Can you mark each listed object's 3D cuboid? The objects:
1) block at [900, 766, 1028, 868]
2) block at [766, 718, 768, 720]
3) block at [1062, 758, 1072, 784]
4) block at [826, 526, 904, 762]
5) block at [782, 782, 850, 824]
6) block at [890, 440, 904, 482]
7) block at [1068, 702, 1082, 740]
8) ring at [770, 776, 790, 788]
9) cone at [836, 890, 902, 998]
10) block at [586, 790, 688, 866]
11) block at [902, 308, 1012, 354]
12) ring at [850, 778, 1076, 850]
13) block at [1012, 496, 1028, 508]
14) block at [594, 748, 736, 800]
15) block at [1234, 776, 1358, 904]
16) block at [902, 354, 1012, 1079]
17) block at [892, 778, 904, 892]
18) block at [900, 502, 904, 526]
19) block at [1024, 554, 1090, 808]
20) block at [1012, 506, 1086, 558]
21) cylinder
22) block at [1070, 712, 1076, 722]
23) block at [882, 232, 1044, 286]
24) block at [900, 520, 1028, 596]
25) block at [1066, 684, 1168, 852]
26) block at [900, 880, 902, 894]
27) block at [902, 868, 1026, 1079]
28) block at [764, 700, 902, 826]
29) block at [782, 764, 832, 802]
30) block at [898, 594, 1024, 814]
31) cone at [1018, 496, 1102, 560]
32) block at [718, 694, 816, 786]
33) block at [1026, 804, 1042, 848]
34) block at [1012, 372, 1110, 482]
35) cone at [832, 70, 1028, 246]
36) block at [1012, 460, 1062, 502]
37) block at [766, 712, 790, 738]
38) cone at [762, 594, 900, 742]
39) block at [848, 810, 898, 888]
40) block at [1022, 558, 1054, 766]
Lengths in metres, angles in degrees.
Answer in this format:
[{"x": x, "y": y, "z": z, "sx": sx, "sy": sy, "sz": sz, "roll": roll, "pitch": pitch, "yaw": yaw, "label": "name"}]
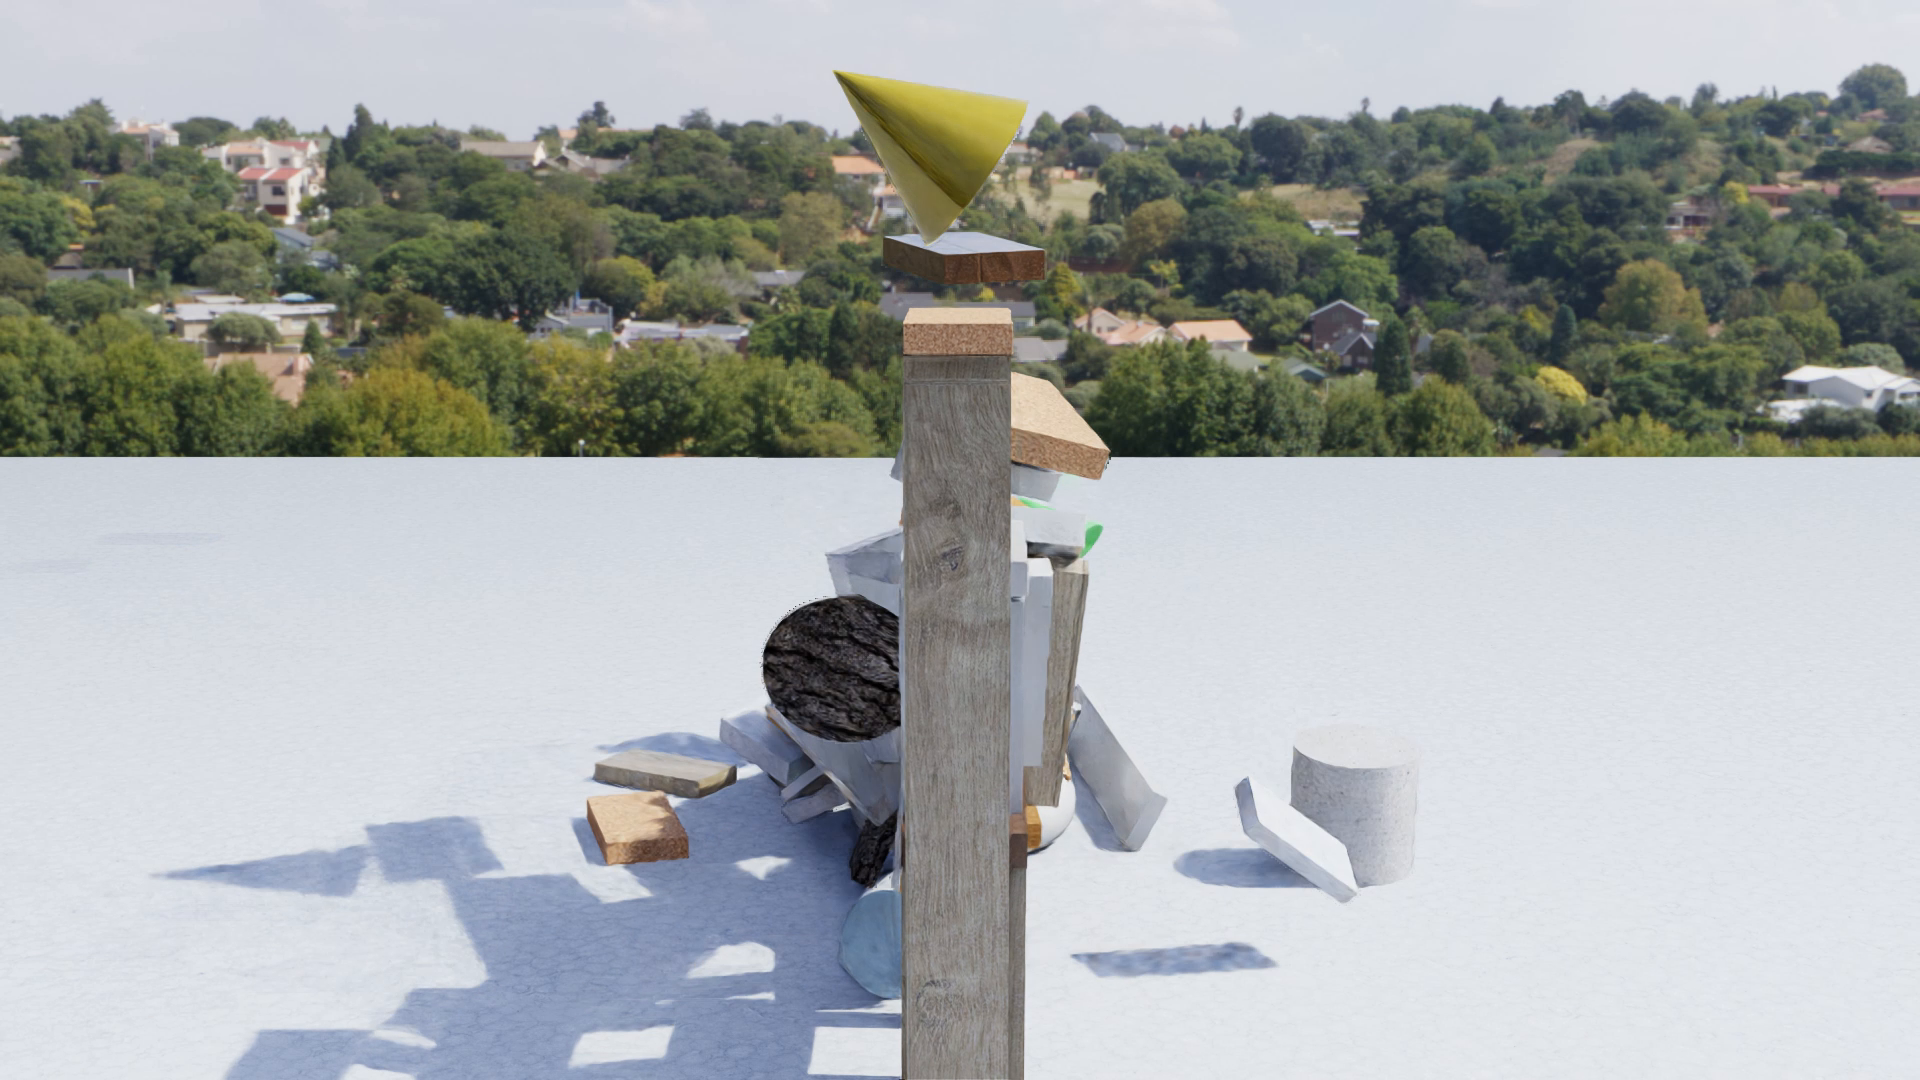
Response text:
[{"x": 0.007, "y": 0.367, "z": 2.968, "sx": 0.162, "sy": 0.046, "sz": 0.324, "roll": 0, "pitch": 10, "yaw": 1, "label": "block"}, {"x": -0.282, "y": 0.294, "z": 3.907, "sx": 0.081, "sy": 0.023, "sz": 0.162, "roll": 10, "pitch": -21, "yaw": -19, "label": "block"}, {"x": 0.135, "y": 0.386, "z": 3.934, "sx": 0.135, "sy": 0.019, "sz": 0.067, "roll": 26, "pitch": 24, "yaw": -21, "label": "block"}, {"x": -0.088, "y": 0.158, "z": 3.438, "sx": 0.169, "sy": 0.338, "sz": 0.048, "roll": -20, "pitch": 12, "yaw": -34, "label": "block"}, {"x": -0.214, "y": 0.434, "z": 3.968, "sx": 0.125, "sy": 0.035, "sz": 0.249, "roll": -46, "pitch": 10, "yaw": -36, "label": "block"}, {"x": -0.027, "y": -0.102, "z": 3.373, "sx": 0.149, "sy": 0.075, "sz": 0.021, "roll": 25, "pitch": 18, "yaw": 11, "label": "block"}, {"x": 0.192, "y": 0.377, "z": 4.430, "sx": 0.068, "sy": 0.135, "sz": 0.019, "roll": 15, "pitch": 37, "yaw": -7, "label": "block"}, {"x": -0.250, "y": 0.434, "z": 4.273, "sx": 0.258, "sy": 0.086, "sz": 0.258, "roll": 1, "pitch": 7, "yaw": 0, "label": "ring"}, {"x": -0.147, "y": 0.620, "z": 3.310, "sx": 0.159, "sy": 0.159, "sz": 0.159, "roll": -8, "pitch": -14, "yaw": -36, "label": "cone"}, {"x": -0.583, "y": 0.516, "z": 3.958, "sx": 0.141, "sy": 0.040, "sz": 0.283, "roll": -3, "pitch": 11, "yaw": -16, "label": "block"}, {"x": -0.001, "y": -0.262, "z": 2.740, "sx": 0.130, "sy": 0.037, "sz": 0.259, "roll": 0, "pitch": 10, "yaw": 1, "label": "block"}, {"x": 0.005, "y": 0.466, "z": 3.966, "sx": 0.409, "sy": 0.136, "sz": 0.409, "roll": 0, "pitch": 11, "yaw": 0, "label": "ring"}, {"x": 0.026, "y": 0.056, "z": 3.626, "sx": 0.142, "sy": 0.284, "sz": 0.040, "roll": 34, "pitch": -19, "yaw": -18, "label": "block"}, {"x": -0.576, "y": 0.455, "z": 4.298, "sx": 0.249, "sy": 0.035, "sz": 0.125, "roll": 6, "pitch": 12, "yaw": 29, "label": "block"}, {"x": 0.508, "y": 0.454, "z": 3.324, "sx": 0.217, "sy": 0.031, "sz": 0.108, "roll": 36, "pitch": 25, "yaw": -23, "label": "block"}, {"x": -0.003, "y": 0.261, "z": 2.733, "sx": 0.130, "sy": 0.989, "sz": 0.037, "roll": 0, "pitch": 13, "yaw": 0, "label": "block"}, {"x": -0.030, "y": 0.415, "z": 3.465, "sx": 0.141, "sy": 0.283, "sz": 0.040, "roll": -13, "pitch": 28, "yaw": -39, "label": "block"}, {"x": -0.042, "y": -0.115, "z": 4.366, "sx": 0.049, "sy": 0.346, "sz": 0.173, "roll": 0, "pitch": -20, "yaw": 26, "label": "block"}, {"x": 0.078, "y": 0.201, "z": 3.155, "sx": 0.169, "sy": 0.377, "sz": 0.048, "roll": 6, "pitch": 24, "yaw": -1, "label": "block"}, {"x": 0.079, "y": 0.016, "z": 3.197, "sx": 0.169, "sy": 0.048, "sz": 0.338, "roll": 6, "pitch": -13, "yaw": -2, "label": "block"}, {"x": 0.674, "y": 0.454, "z": 3.774, "sx": 0.213, "sy": 0.213, "sz": 0.213, "roll": 0, "pitch": 15, "yaw": 0, "label": "cylinder"}, {"x": 0.122, "y": 0.242, "z": 3.978, "sx": 0.031, "sy": 0.217, "sz": 0.108, "roll": -29, "pitch": 1, "yaw": -26, "label": "block"}, {"x": 0.002, "y": -0.470, "z": 3.652, "sx": 0.168, "sy": 0.048, "sz": 0.336, "roll": -6, "pitch": 14, "yaw": -18, "label": "block"}, {"x": 0.006, "y": 0.022, "z": 2.859, "sx": 0.157, "sy": 0.045, "sz": 0.315, "roll": 0, "pitch": 10, "yaw": 0, "label": "block"}, {"x": 0.282, "y": 0.426, "z": 4.251, "sx": 0.031, "sy": 0.108, "sz": 0.777, "roll": 27, "pitch": 6, "yaw": -11, "label": "block"}, {"x": -0.019, "y": 0.485, "z": 3.453, "sx": 0.141, "sy": 0.283, "sz": 0.040, "roll": -9, "pitch": 26, "yaw": -39, "label": "block"}, {"x": 0.004, "y": 0.568, "z": 2.896, "sx": 0.162, "sy": 0.324, "sz": 0.046, "roll": 0, "pitch": 11, "yaw": 0, "label": "block"}, {"x": -0.173, "y": 0.312, "z": 3.469, "sx": 0.130, "sy": 0.259, "sz": 0.037, "roll": -45, "pitch": 5, "yaw": -21, "label": "block"}, {"x": -0.246, "y": 0.415, "z": 3.874, "sx": 0.069, "sy": 0.020, "sz": 0.139, "roll": -7, "pitch": -26, "yaw": -50, "label": "block"}, {"x": 0.003, "y": 0.208, "z": 2.836, "sx": 0.157, "sy": 0.315, "sz": 0.045, "roll": 0, "pitch": 27, "yaw": 1, "label": "block"}, {"x": 0.157, "y": -0.028, "z": 4.077, "sx": 0.152, "sy": 0.152, "sz": 0.152, "roll": 48, "pitch": 30, "yaw": 17, "label": "cone"}, {"x": -0.253, "y": 0.325, "z": 4.075, "sx": 0.178, "sy": 0.050, "sz": 0.356, "roll": 29, "pitch": 37, "yaw": 32, "label": "block"}, {"x": 0.045, "y": 0.393, "z": 3.240, "sx": 0.124, "sy": 0.035, "sz": 0.248, "roll": 5, "pitch": 10, "yaw": -5, "label": "block"}, {"x": 0.092, "y": -0.184, "z": 3.272, "sx": 0.168, "sy": 0.048, "sz": 0.336, "roll": 13, "pitch": 18, "yaw": -18, "label": "block"}, {"x": -0.087, "y": -0.659, "z": 3.463, "sx": 0.279, "sy": 0.279, "sz": 0.279, "roll": 34, "pitch": 4, "yaw": -13, "label": "cone"}, {"x": 0.032, "y": -0.178, "z": 3.402, "sx": 0.168, "sy": 0.048, "sz": 0.336, "roll": 11, "pitch": 27, "yaw": -19, "label": "block"}, {"x": -0.247, "y": 0.286, "z": 3.822, "sx": 0.162, "sy": 0.081, "sz": 0.023, "roll": -27, "pitch": 43, "yaw": 17, "label": "block"}, {"x": -0.155, "y": 0.129, "z": 3.127, "sx": 0.228, "sy": 0.228, "sz": 0.228, "roll": 0, "pitch": 27, "yaw": 2, "label": "cone"}, {"x": -0.139, "y": 0.494, "z": 3.644, "sx": 0.037, "sy": 0.130, "sz": 0.297, "roll": 23, "pitch": -4, "yaw": -2, "label": "block"}, {"x": 0.039, "y": 0.173, "z": 3.033, "sx": 0.157, "sy": 0.315, "sz": 0.045, "roll": -1, "pitch": 31, "yaw": -5, "label": "block"}]
